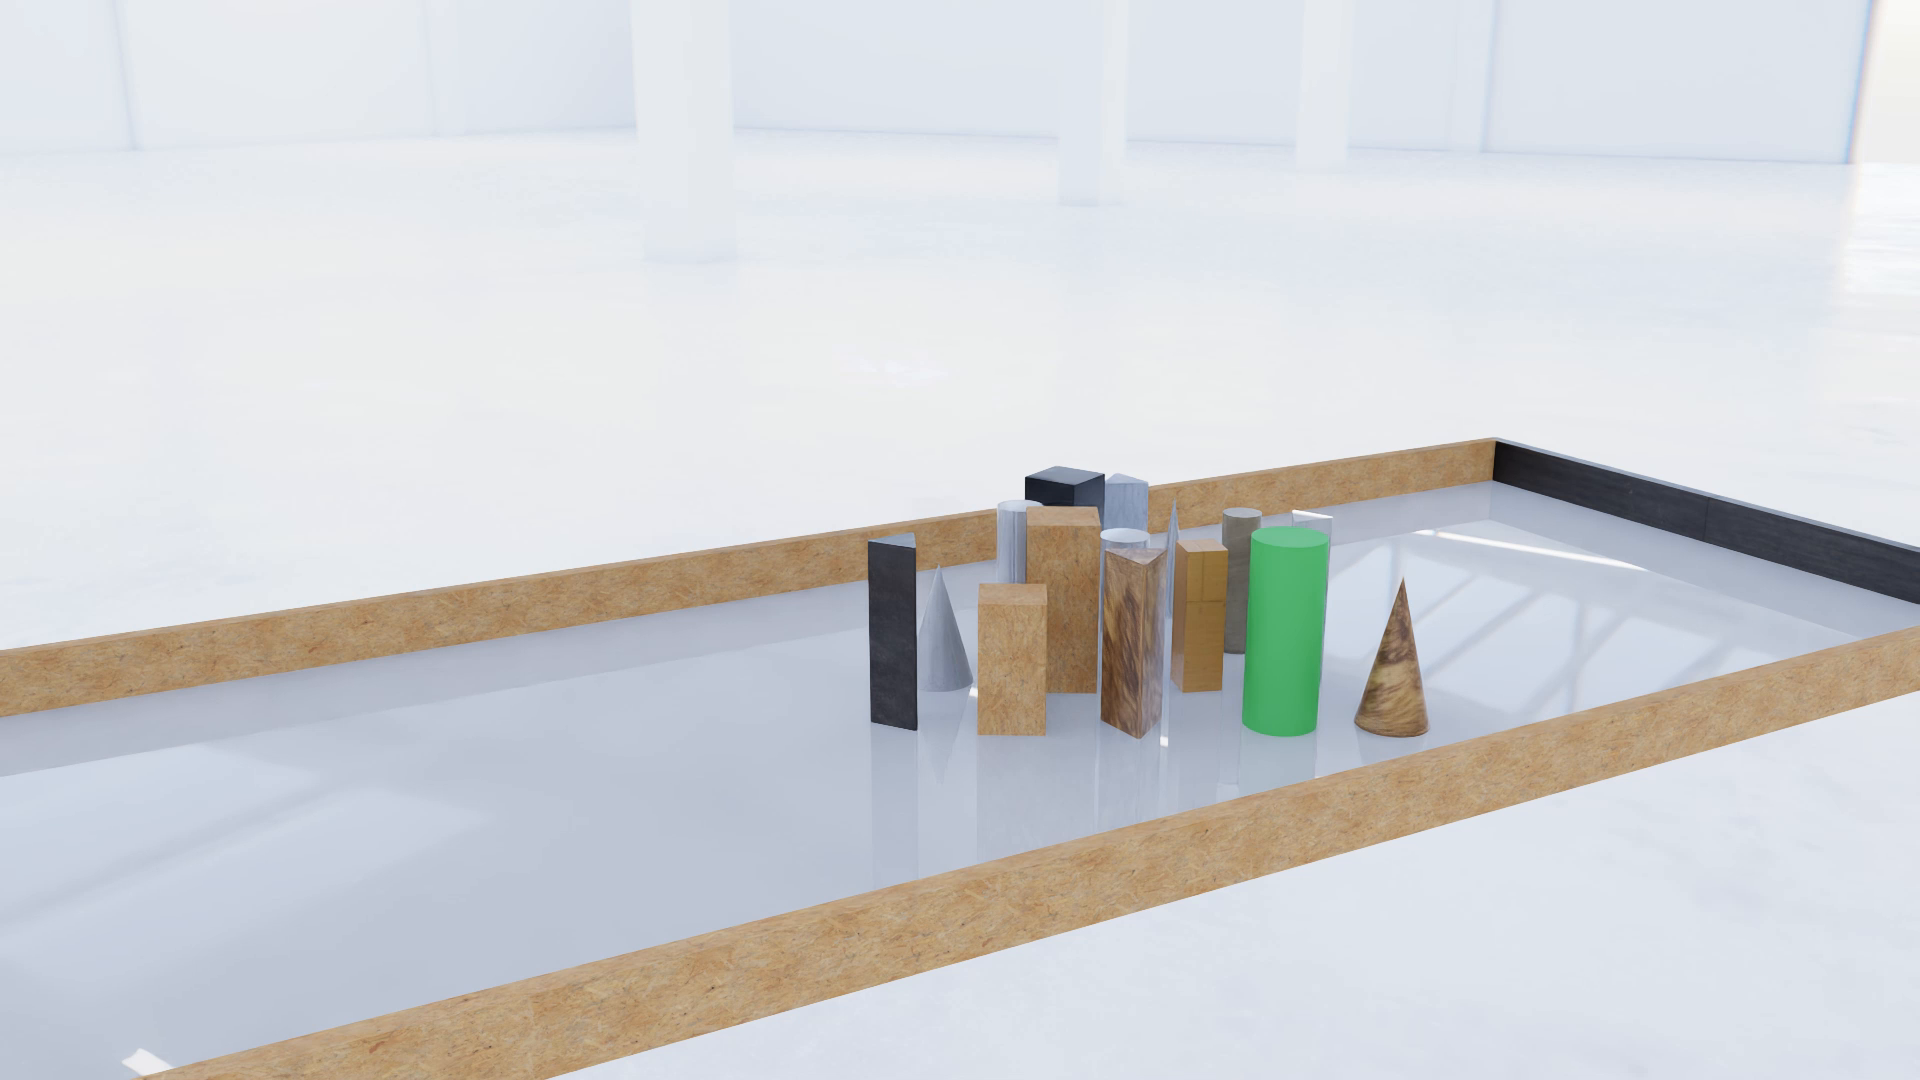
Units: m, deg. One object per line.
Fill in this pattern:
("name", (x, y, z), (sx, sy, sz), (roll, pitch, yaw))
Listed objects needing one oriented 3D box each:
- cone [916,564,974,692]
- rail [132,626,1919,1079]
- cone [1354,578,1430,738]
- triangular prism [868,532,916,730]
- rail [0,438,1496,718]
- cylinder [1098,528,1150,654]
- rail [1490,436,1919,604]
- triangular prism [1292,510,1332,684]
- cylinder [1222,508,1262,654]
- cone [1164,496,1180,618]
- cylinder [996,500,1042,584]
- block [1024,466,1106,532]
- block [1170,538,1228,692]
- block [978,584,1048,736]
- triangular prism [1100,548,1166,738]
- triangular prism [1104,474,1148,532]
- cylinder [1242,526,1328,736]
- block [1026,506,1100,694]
("cone", (-0.052, 0.204, 4.118), (0.174, 0.307, 0.174), (0, 16, 0))
("rail", (-2.336, 1.006, 1.665), (12.000, 0.150, 0.050), (-9, 18, -27))
("cone", (1.018, 0.257, 3.836), (0.176, 0.364, 0.176), (0, 16, 0))
("triangular prism", (-0.133, 0.209, 3.853), (0.123, 0.445, 0.106), (8, 18, 25))
("rail", (-3.305, 0.497, 3.399), (12.000, 0.150, 0.050), (-9, 18, -27))
("cylinder", (0.427, 0.139, 4.325), (0.133, 0.315, 0.133), (0, 16, 0))
("rail", (2.466, -0.048, 5.253), (0.050, 0.150, 2.100), (-9, 18, -27))
("triangular prism", (0.840, 0.145, 4.093), (0.106, 0.432, 0.092), (-6, 18, -21))
("cylinder", (0.732, 0.108, 4.327), (0.100, 0.373, 0.100), (0, 16, 0))
("cone", (0.594, 0.041, 4.610), (0.103, 0.342, 0.103), (0, 16, 0))
("cylinder", (0.156, 0.094, 4.357), (0.120, 0.383, 0.120), (0, 16, 0))
("block", (0.291, 0.011, 4.616), (0.161, 0.396, 0.161), (11, 20, 34))
("block", (0.590, 0.187, 4.075), (0.101, 0.363, 0.101), (-3, 17, -10))
("block", (0.122, 0.277, 3.847), (0.157, 0.319, 0.157), (1, 16, 2))
("triangular prism", (0.425, 0.230, 3.826), (0.123, 0.420, 0.143), (-10, 19, -32))
("triangular prism", (0.471, -0.025, 4.861), (0.137, 0.326, 0.119), (-2, 16, -6))
("cylinder", (0.753, 0.211, 3.827), (0.174, 0.456, 0.174), (0, 16, 0))
("block", (0.251, 0.147, 4.093), (0.176, 0.429, 0.176), (0, 16, 1))
